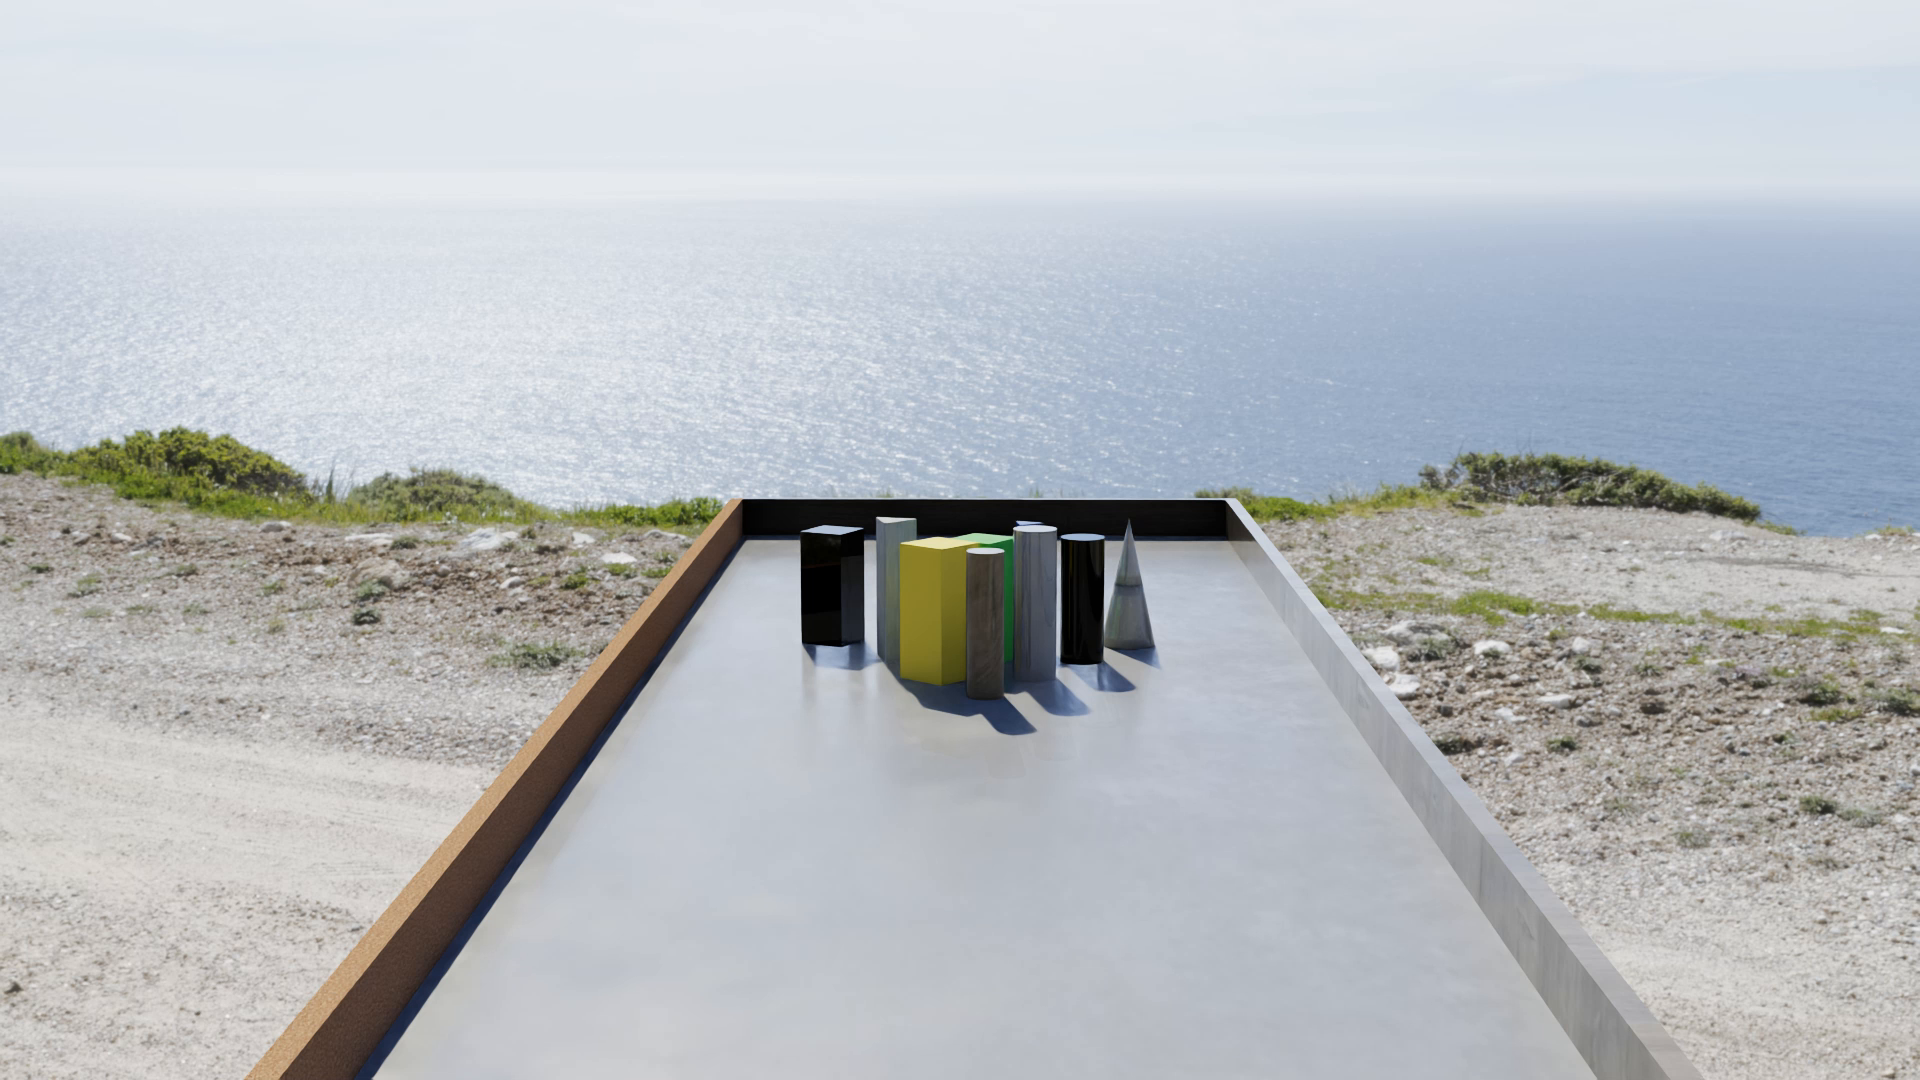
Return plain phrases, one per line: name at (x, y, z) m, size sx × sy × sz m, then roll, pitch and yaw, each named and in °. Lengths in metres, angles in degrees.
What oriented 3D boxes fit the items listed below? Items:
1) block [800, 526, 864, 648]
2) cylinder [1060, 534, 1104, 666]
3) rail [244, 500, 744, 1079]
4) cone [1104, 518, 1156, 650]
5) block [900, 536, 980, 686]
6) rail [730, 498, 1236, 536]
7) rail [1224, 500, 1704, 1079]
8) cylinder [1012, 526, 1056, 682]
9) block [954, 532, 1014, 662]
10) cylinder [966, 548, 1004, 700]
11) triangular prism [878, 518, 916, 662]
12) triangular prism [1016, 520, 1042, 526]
block at (-0.402, 0.145, 6.956) m, size 0.147 × 0.357 × 0.147 m, roll 5°, pitch 10°, yaw 27°
cylinder at (0.371, 0.179, 6.665) m, size 0.133 × 0.380 × 0.133 m, roll 0°, pitch 9°, yaw 0°
rail at (-1.004, 0.839, 3.234) m, size 0.050 × 0.150 × 12.000 m, roll 0°, pitch 9°, yaw 1°
cone at (0.529, 0.130, 6.904) m, size 0.173 × 0.402 × 0.173 m, roll 0°, pitch 9°, yaw 0°
block at (-0.060, 0.206, 6.435) m, size 0.164 × 0.399 × 0.164 m, roll 8°, pitch 12°, yaw 41°
rail at (0.099, -0.098, 9.147) m, size 2.100 × 0.150 × 0.050 m, roll 0°, pitch 9°, yaw 1°
rail at (1.046, 0.843, 3.208) m, size 0.050 × 0.150 × 12.000 m, roll 0°, pitch 9°, yaw 1°
cylinder at (0.218, 0.185, 6.429) m, size 0.128 × 0.442 × 0.128 m, roll 0°, pitch 9°, yaw 0°
block at (0.067, 0.180, 6.673) m, size 0.156 × 0.375 × 0.156 m, roll 6°, pitch 11°, yaw 33°
cylinder at (0.071, 0.236, 6.189) m, size 0.107 × 0.417 × 0.107 m, roll 0°, pitch 9°, yaw 0°
triangular prism at (-0.216, 0.147, 6.718) m, size 0.127 × 0.427 × 0.110 m, roll -8°, pitch 12°, yaw -42°
triangular prism at (0.201, 0.134, 6.946) m, size 0.089 × 0.382 × 0.077 m, roll -6°, pitch 11°, yaw -36°
